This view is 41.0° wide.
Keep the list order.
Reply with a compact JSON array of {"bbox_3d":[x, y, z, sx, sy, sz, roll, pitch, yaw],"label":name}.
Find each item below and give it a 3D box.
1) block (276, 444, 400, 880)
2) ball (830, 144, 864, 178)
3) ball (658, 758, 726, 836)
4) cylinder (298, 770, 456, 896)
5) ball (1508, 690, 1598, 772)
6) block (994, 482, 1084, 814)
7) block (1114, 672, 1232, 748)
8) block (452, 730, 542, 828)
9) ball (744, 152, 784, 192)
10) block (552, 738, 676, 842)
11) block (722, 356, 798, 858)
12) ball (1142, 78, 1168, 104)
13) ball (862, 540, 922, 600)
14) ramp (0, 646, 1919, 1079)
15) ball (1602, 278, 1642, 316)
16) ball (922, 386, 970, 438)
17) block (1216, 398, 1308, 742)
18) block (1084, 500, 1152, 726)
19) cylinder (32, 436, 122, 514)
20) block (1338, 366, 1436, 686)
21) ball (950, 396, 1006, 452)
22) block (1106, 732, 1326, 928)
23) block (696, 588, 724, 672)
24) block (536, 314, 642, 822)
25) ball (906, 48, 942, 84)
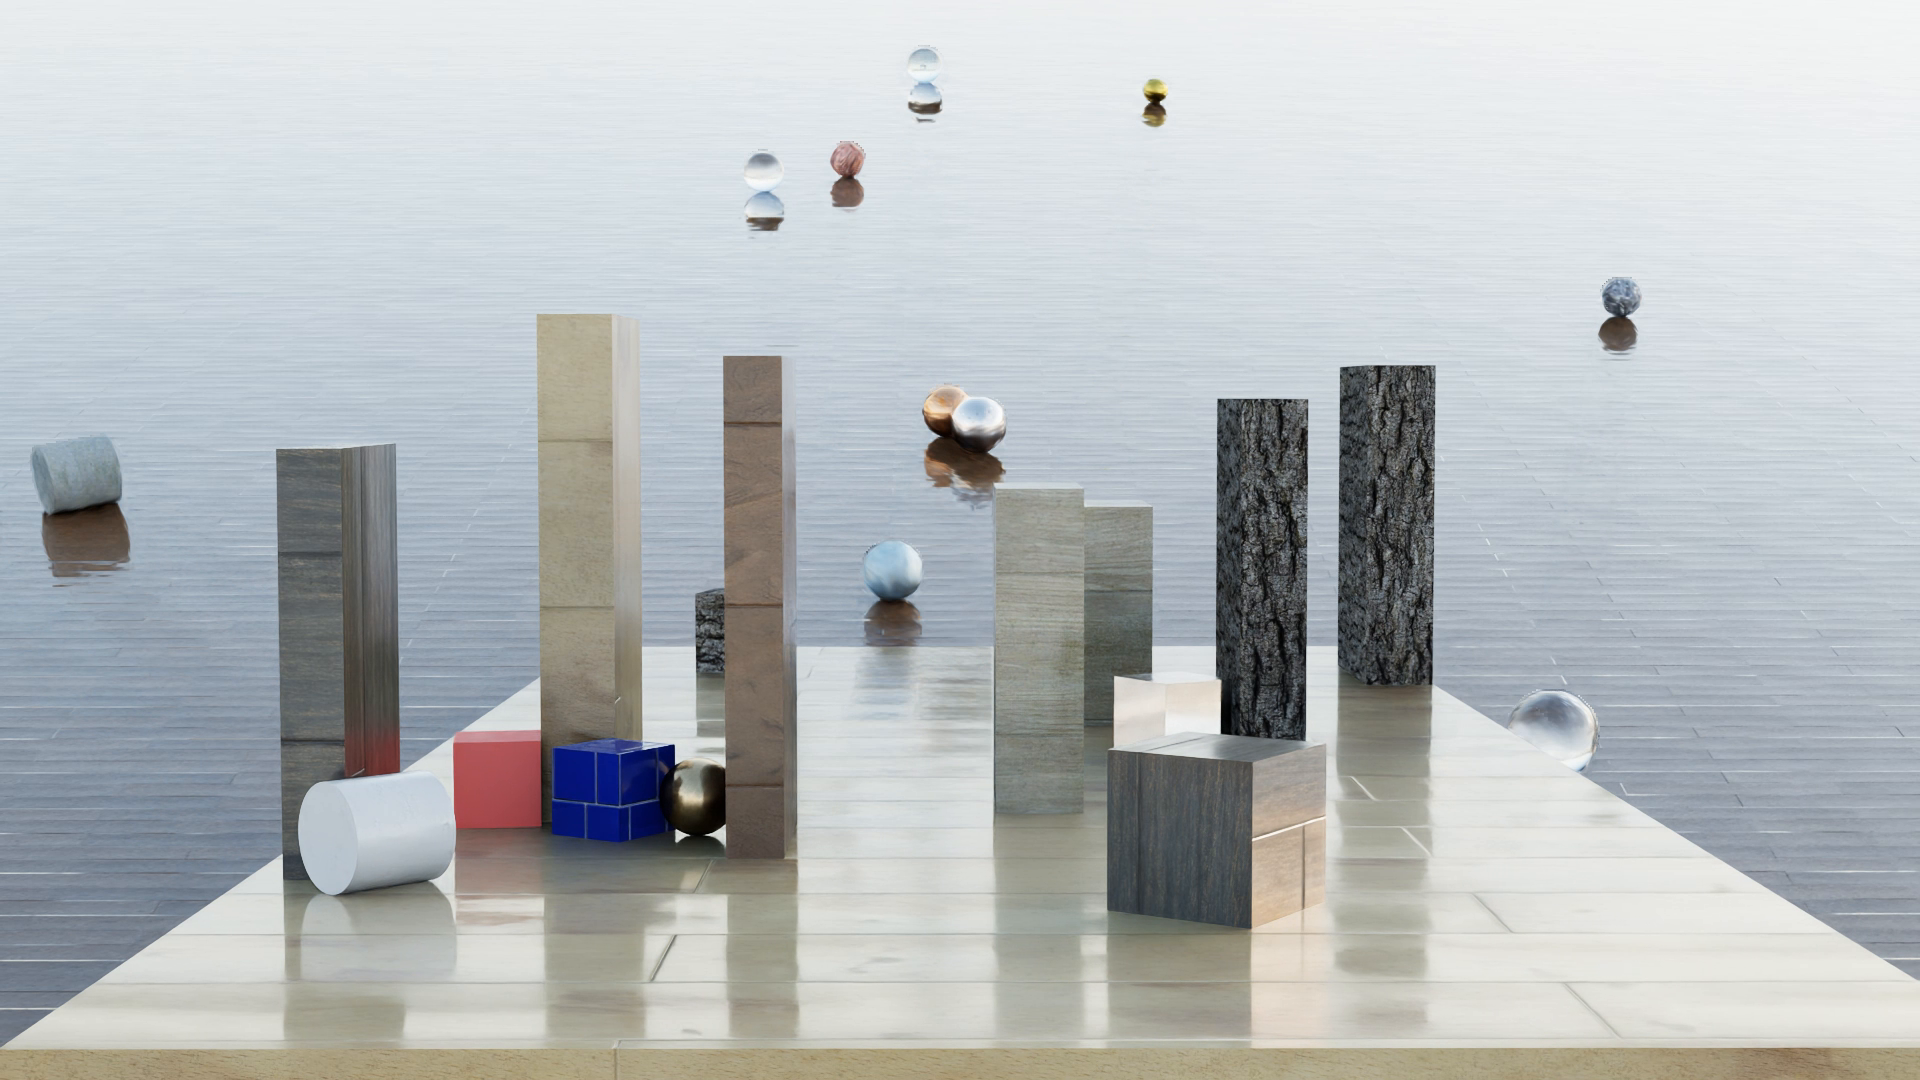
[{"bbox_3d":[-0.857,0.156,3.562,0.085,0.572,0.334,0,3,0],"label":"block"},{"bbox_3d":[-0.526,-1.771,11.984,0.157,0.157,0.157,0,21,0],"label":"ball"},{"bbox_3d":[-0.382,0.374,3.749,0.114,0.114,0.114,0,21,0],"label":"ball"},{"bbox_3d":[-0.761,0.381,3.356,0.146,0.146,0.146,-3,17,-44],"label":"cylinder"},{"bbox_3d":[1.386,0.456,6.010,0.209,0.209,0.209,0,21,0],"label":"ball"},{"bbox_3d":[0.122,0.163,4.060,0.135,0.499,0.259,0,3,0],"label":"block"},{"bbox_3d":[0.373,0.314,4.508,0.146,0.146,0.146,-2,4,-33],"label":"block"},{"bbox_3d":[-0.697,0.360,3.879,0.128,0.128,0.128,-1,3,-9],"label":"block"},{"bbox_3d":[-0.892,-1.674,11.690,0.183,0.183,0.183,0,21,0],"label":"ball"},{"bbox_3d":[-0.508,0.366,3.775,0.128,0.128,0.128,2,4,33],"label":"block"},{"bbox_3d":[-0.285,0.086,3.692,0.081,0.696,0.301,0,3,0],"label":"block"},{"bbox_3d":[1.039,-2.390,13.655,0.134,0.134,0.134,0,21,0],"label":"ball"},{"bbox_3d":[-0.185,0.084,7.056,0.165,0.165,0.165,0,21,0],"label":"ball"},{"bbox_3d":[0.048,0.436,4.532,2.000,0.100,4.000,0,3,0],"label":"ramp"},{"bbox_3d":[2.510,-0.920,9.744,0.146,0.146,0.146,0,21,0],"label":"ball"},{"bbox_3d":[-0.037,-0.418,8.383,0.169,0.169,0.169,0,21,0],"label":"ball"},{"bbox_3d":[0.543,0.061,4.657,0.115,0.633,0.416,0,3,0],"label":"block"},{"bbox_3d":[0.300,0.139,5.110,0.141,0.425,0.309,0,3,0],"label":"block"},{"bbox_3d":[-2.660,-0.196,7.744,0.203,0.203,0.203,-14,25,-32],"label":"cylinder"},{"bbox_3d":[0.968,-0.043,5.854,0.148,0.704,0.415,0,3,0],"label":"block"},{"bbox_3d":[0.060,-0.370,8.237,0.182,0.182,0.182,0,21,0],"label":"ball"},{"bbox_3d":[0.324,0.360,3.229,0.202,0.202,0.202,2,4,34],"label":"block"},{"bbox_3d":[-0.507,0.210,6.011,0.181,0.181,0.181,1,3,10],"label":"block"},{"bbox_3d":[-0.574,0.034,4.013,0.112,0.762,0.337,0,3,0],"label":"block"},{"bbox_3d":[-0.196,-2.620,14.180,0.195,0.195,0.195,0,21,0],"label":"ball"}]
